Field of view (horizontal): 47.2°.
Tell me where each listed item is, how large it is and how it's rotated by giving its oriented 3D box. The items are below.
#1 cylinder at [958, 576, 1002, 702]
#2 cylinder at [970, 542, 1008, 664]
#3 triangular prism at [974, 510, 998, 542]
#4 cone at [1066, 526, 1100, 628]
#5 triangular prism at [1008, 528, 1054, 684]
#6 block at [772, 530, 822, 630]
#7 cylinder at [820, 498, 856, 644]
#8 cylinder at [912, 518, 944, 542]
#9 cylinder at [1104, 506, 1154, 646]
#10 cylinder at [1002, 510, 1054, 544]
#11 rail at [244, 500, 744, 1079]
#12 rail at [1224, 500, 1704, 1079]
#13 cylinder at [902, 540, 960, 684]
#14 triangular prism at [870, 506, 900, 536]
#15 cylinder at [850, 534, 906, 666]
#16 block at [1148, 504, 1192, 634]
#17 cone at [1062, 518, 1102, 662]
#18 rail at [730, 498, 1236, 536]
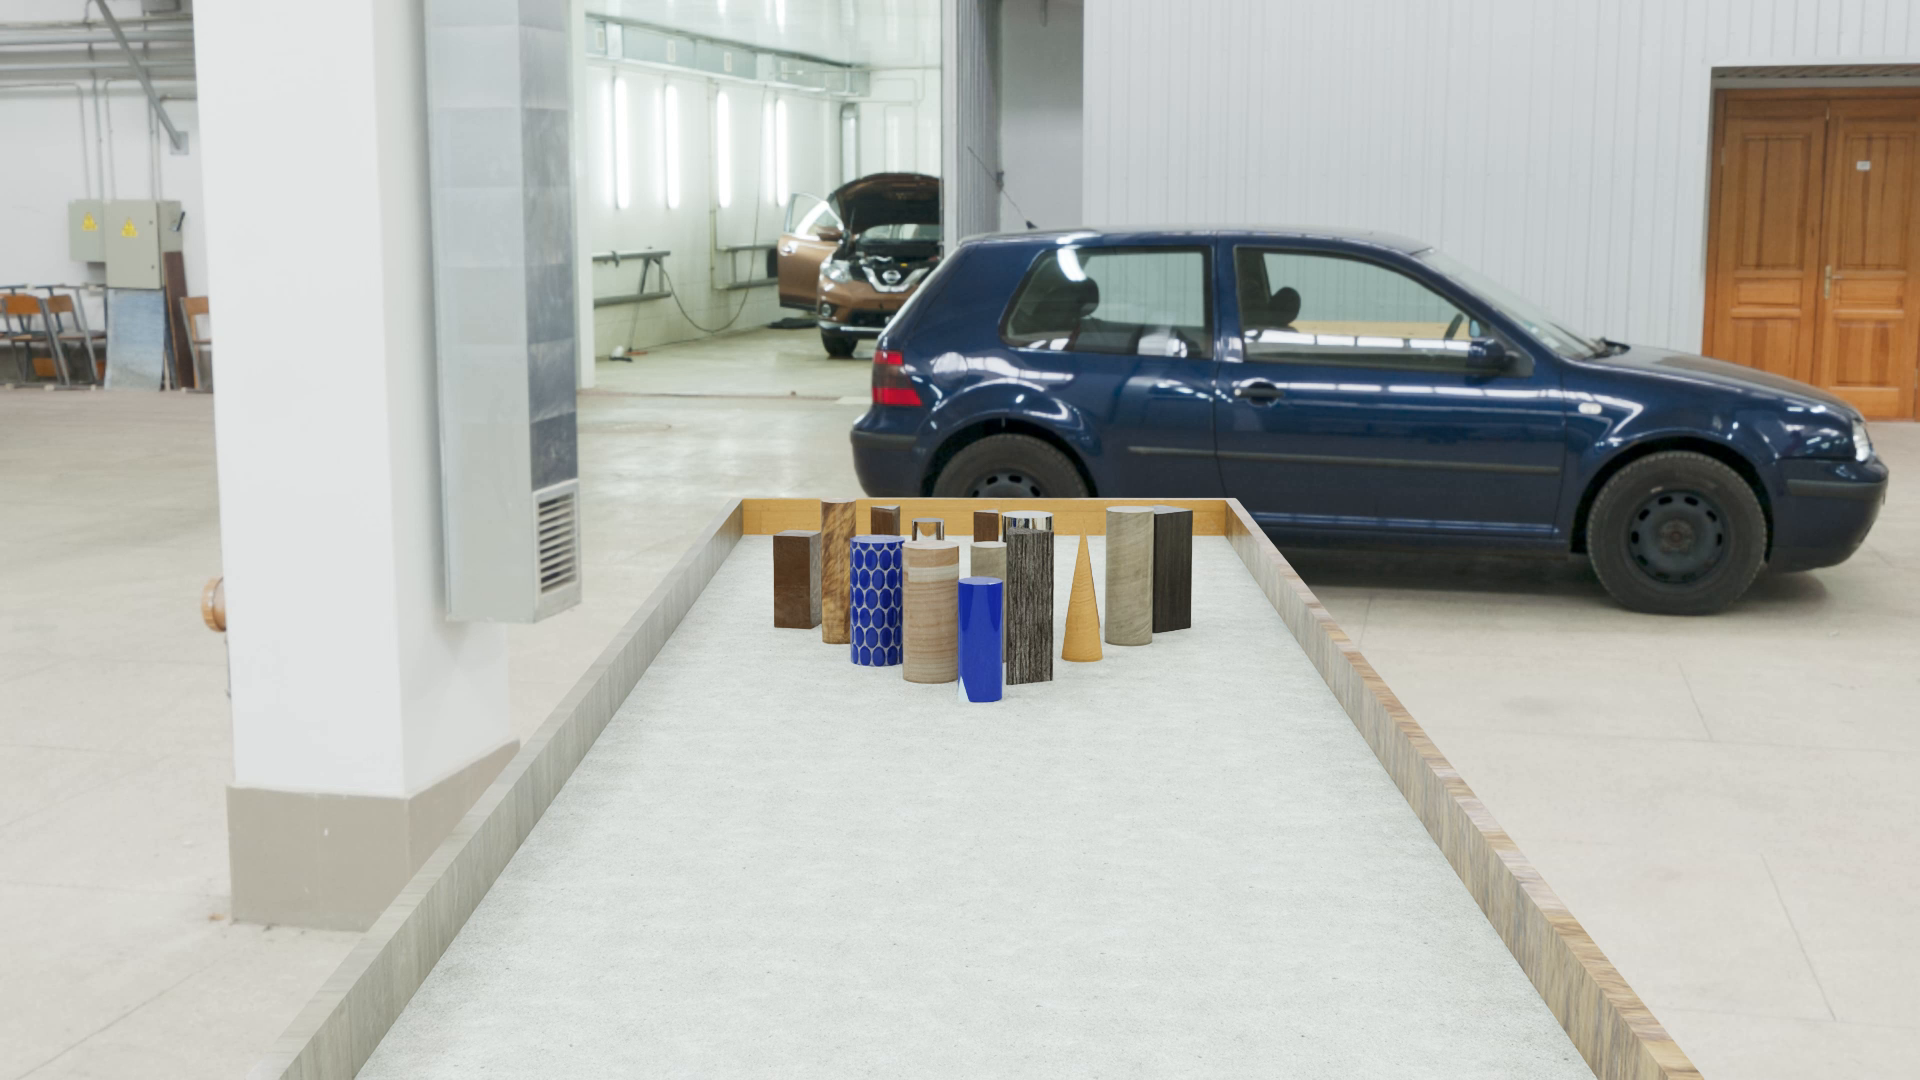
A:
[{"bbox_3d":[0.057,0.279,6.177,0.127,0.335,0.127,0,9,0],"label":"cylinder"},{"bbox_3d":[0.090,0.190,6.668,0.118,0.357,0.118,0,9,0],"label":"cylinder"},{"bbox_3d":[0.101,0.092,7.219,0.091,0.379,0.079,5,10,27],"label":"triangular prism"},{"bbox_3d":[0.403,0.104,7.191,0.116,0.365,0.116,0,9,0],"label":"cone"},{"bbox_3d":[0.178,0.188,6.415,0.150,0.440,0.130,-4,10,-24],"label":"triangular prism"},{"bbox_3d":[-0.530,0.129,7.222,0.127,0.305,0.127,3,9,16],"label":"block"},{"bbox_3d":[-0.383,0.098,6.951,0.111,0.451,0.111,0,9,0],"label":"cylinder"},{"bbox_3d":[-0.100,0.131,6.925,0.103,0.393,0.103,0,9,0],"label":"cylinder"},{"bbox_3d":[0.534,0.113,6.943,0.151,0.424,0.151,0,9,0],"label":"cylinder"},{"bbox_3d":[0.212,0.120,6.951,0.163,0.407,0.163,0,9,0],"label":"cylinder"},{"bbox_3d":[-1.004,0.839,3.234,0.050,0.150,12.000,0,9,1],"label":"rail"},{"bbox_3d":[1.046,0.843,3.208,0.050,0.150,12.000,0,9,1],"label":"rail"},{"bbox_3d":[-0.085,0.209,6.427,0.167,0.396,0.167,0,9,0],"label":"cylinder"},{"bbox_3d":[-0.226,0.087,7.189,0.098,0.397,0.085,8,12,41],"label":"triangular prism"},{"bbox_3d":[-0.249,0.182,6.662,0.167,0.375,0.167,0,9,0],"label":"cylinder"},{"bbox_3d":[0.647,0.093,7.179,0.155,0.389,0.155,-7,11,-36],"label":"block"},{"bbox_3d":[0.374,0.146,6.696,0.128,0.436,0.128,0,9,0],"label":"cone"},{"bbox_3d":[0.099,-0.098,9.147,2.100,0.150,0.050,0,9,1],"label":"rail"}]
